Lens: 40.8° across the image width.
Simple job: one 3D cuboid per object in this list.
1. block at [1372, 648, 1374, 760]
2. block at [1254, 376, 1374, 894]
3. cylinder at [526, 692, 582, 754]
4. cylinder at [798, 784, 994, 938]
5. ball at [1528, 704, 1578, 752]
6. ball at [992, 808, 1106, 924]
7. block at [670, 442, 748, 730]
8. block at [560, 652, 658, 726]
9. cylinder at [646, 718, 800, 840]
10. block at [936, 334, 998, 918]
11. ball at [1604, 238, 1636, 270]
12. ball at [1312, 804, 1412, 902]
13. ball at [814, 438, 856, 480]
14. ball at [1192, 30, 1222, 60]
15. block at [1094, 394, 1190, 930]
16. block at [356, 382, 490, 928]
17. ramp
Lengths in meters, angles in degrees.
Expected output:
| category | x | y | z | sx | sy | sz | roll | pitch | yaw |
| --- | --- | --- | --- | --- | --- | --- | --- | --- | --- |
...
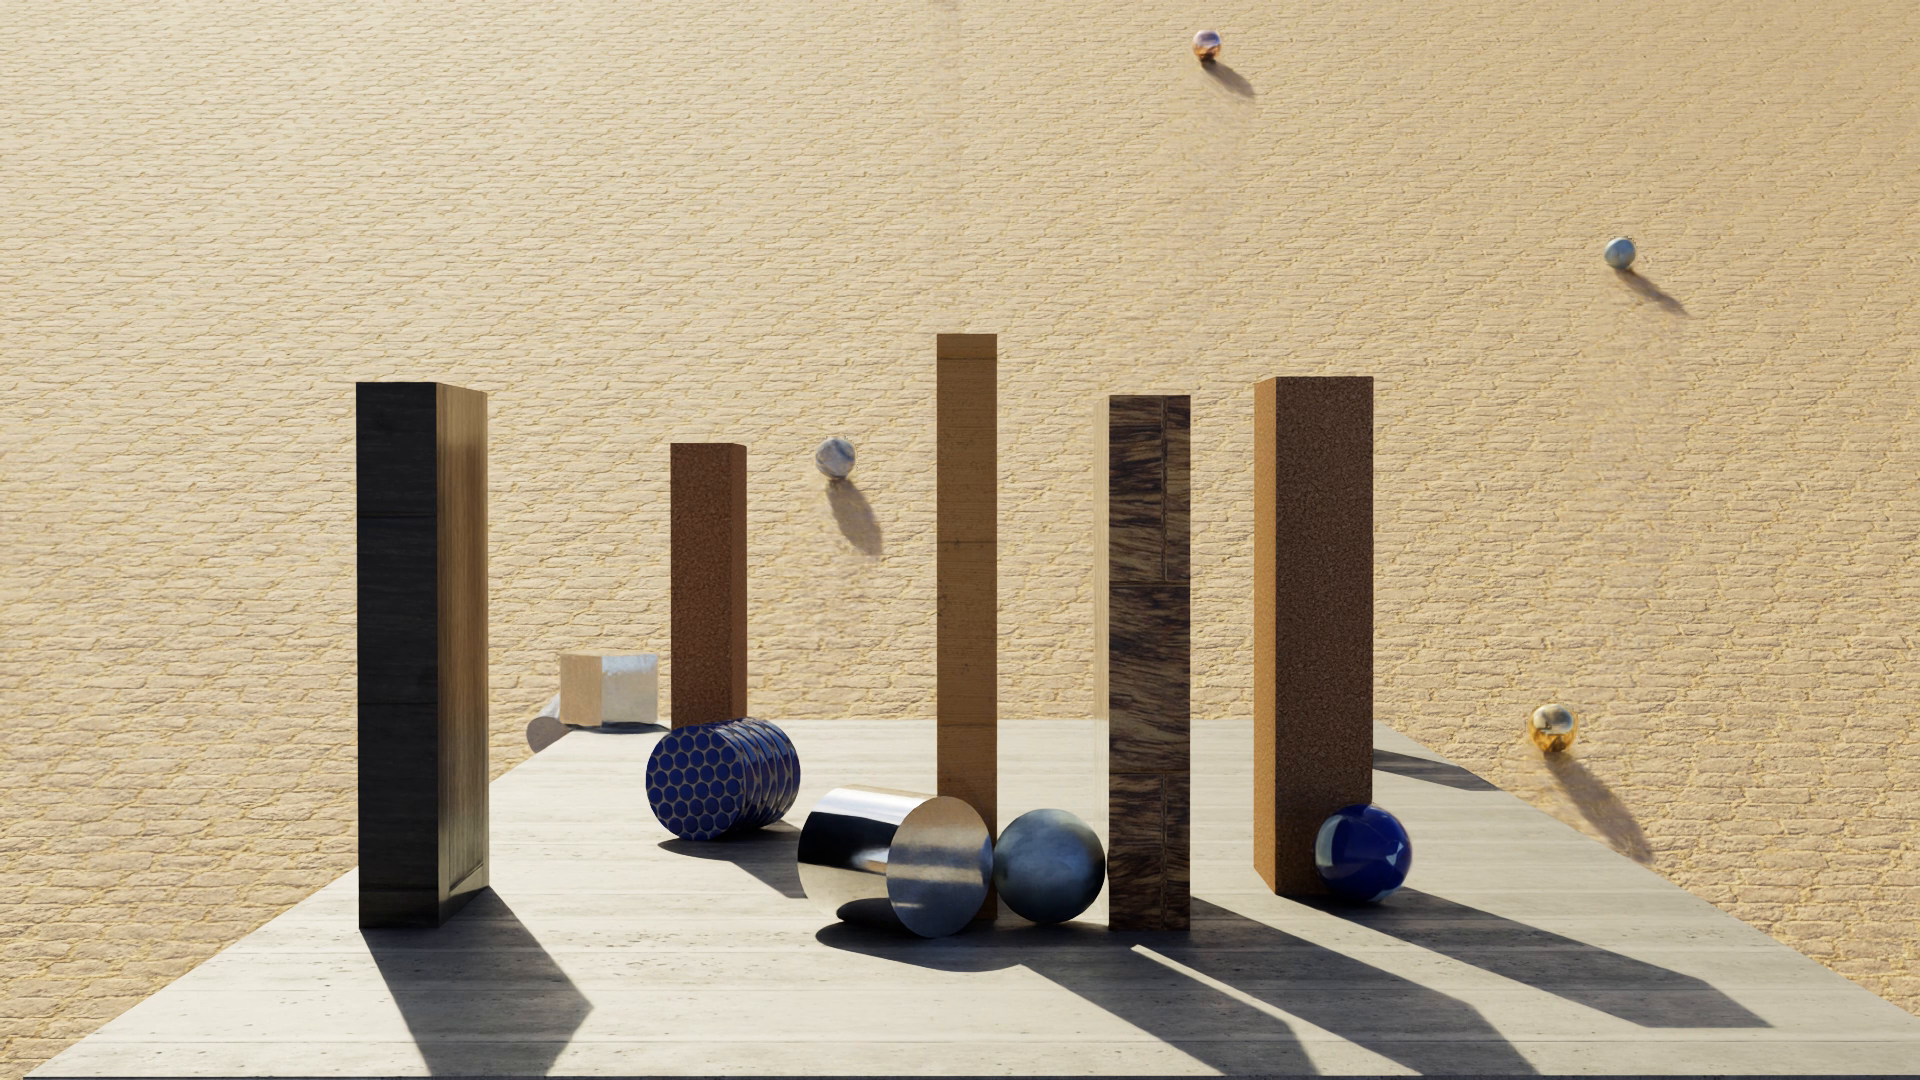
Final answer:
| category | x | y | z | sx | sy | sz | roll | pitch | yaw |
| --- | --- | --- | --- | --- | --- | --- | --- | --- | --- |
| block | 0.851 | 0.231 | 5.791 | 0.095 | 0.483 | 0.365 | 0 | 1 | 0 |
| block | 0.526 | 0.136 | 3.864 | 0.141 | 0.749 | 0.271 | 0 | 1 | 0 |
| cylinder | -1.015 | 0.477 | 6.592 | 0.138 | 0.138 | 0.138 | 8 | 28 | 16 |
| cylinder | -0.087 | 0.426 | 3.447 | 0.186 | 0.186 | 0.186 | -24 | 16 | -39 |
| ball | 1.515 | 0.480 | 6.599 | 0.126 | 0.126 | 0.126 | 0 | 27 | 0 |
| ball | 0.120 | 0.441 | 3.489 | 0.155 | 0.155 | 0.155 | 0 | 27 | 0 |
| block | -0.453 | 0.161 | 4.684 | 0.107 | 0.669 | 0.327 | 0 | 1 | 0 |
| block | -0.882 | 0.373 | 6.491 | 0.174 | 0.174 | 0.174 | -1 | 1 | -45 |
| cylinder | -0.402 | 0.405 | 4.397 | 0.193 | 0.193 | 0.193 | 14 | 7 | 25 |
| block | 0.009 | 0.115 | 3.670 | 0.082 | 0.799 | 0.303 | 0 | 1 | 0 |
| ball | 2.478 | -1.076 | 9.692 | 0.117 | 0.117 | 0.117 | 0 | 27 | 0 |
| ball | 0.571 | 0.445 | 3.664 | 0.140 | 0.140 | 0.140 | 0 | 27 | 0 |
| ball | -0.388 | -0.255 | 8.051 | 0.130 | 0.130 | 0.130 | 0 | 27 | 0 |
| ball | 1.163 | -2.331 | 12.147 | 0.145 | 0.145 | 0.145 | 0 | 27 | 0 |
| block | 0.251 | 0.160 | 3.618 | 0.108 | 0.711 | 0.392 | 0 | 1 | 0 |
| block | -0.752 | 0.151 | 3.636 | 0.108 | 0.730 | 0.375 | 0 | 1 | 0 |
| ramp | 0.061 | 0.547 | 4.583 | 2.000 | 0.100 | 4.000 | 0 | 1 | 0 |
